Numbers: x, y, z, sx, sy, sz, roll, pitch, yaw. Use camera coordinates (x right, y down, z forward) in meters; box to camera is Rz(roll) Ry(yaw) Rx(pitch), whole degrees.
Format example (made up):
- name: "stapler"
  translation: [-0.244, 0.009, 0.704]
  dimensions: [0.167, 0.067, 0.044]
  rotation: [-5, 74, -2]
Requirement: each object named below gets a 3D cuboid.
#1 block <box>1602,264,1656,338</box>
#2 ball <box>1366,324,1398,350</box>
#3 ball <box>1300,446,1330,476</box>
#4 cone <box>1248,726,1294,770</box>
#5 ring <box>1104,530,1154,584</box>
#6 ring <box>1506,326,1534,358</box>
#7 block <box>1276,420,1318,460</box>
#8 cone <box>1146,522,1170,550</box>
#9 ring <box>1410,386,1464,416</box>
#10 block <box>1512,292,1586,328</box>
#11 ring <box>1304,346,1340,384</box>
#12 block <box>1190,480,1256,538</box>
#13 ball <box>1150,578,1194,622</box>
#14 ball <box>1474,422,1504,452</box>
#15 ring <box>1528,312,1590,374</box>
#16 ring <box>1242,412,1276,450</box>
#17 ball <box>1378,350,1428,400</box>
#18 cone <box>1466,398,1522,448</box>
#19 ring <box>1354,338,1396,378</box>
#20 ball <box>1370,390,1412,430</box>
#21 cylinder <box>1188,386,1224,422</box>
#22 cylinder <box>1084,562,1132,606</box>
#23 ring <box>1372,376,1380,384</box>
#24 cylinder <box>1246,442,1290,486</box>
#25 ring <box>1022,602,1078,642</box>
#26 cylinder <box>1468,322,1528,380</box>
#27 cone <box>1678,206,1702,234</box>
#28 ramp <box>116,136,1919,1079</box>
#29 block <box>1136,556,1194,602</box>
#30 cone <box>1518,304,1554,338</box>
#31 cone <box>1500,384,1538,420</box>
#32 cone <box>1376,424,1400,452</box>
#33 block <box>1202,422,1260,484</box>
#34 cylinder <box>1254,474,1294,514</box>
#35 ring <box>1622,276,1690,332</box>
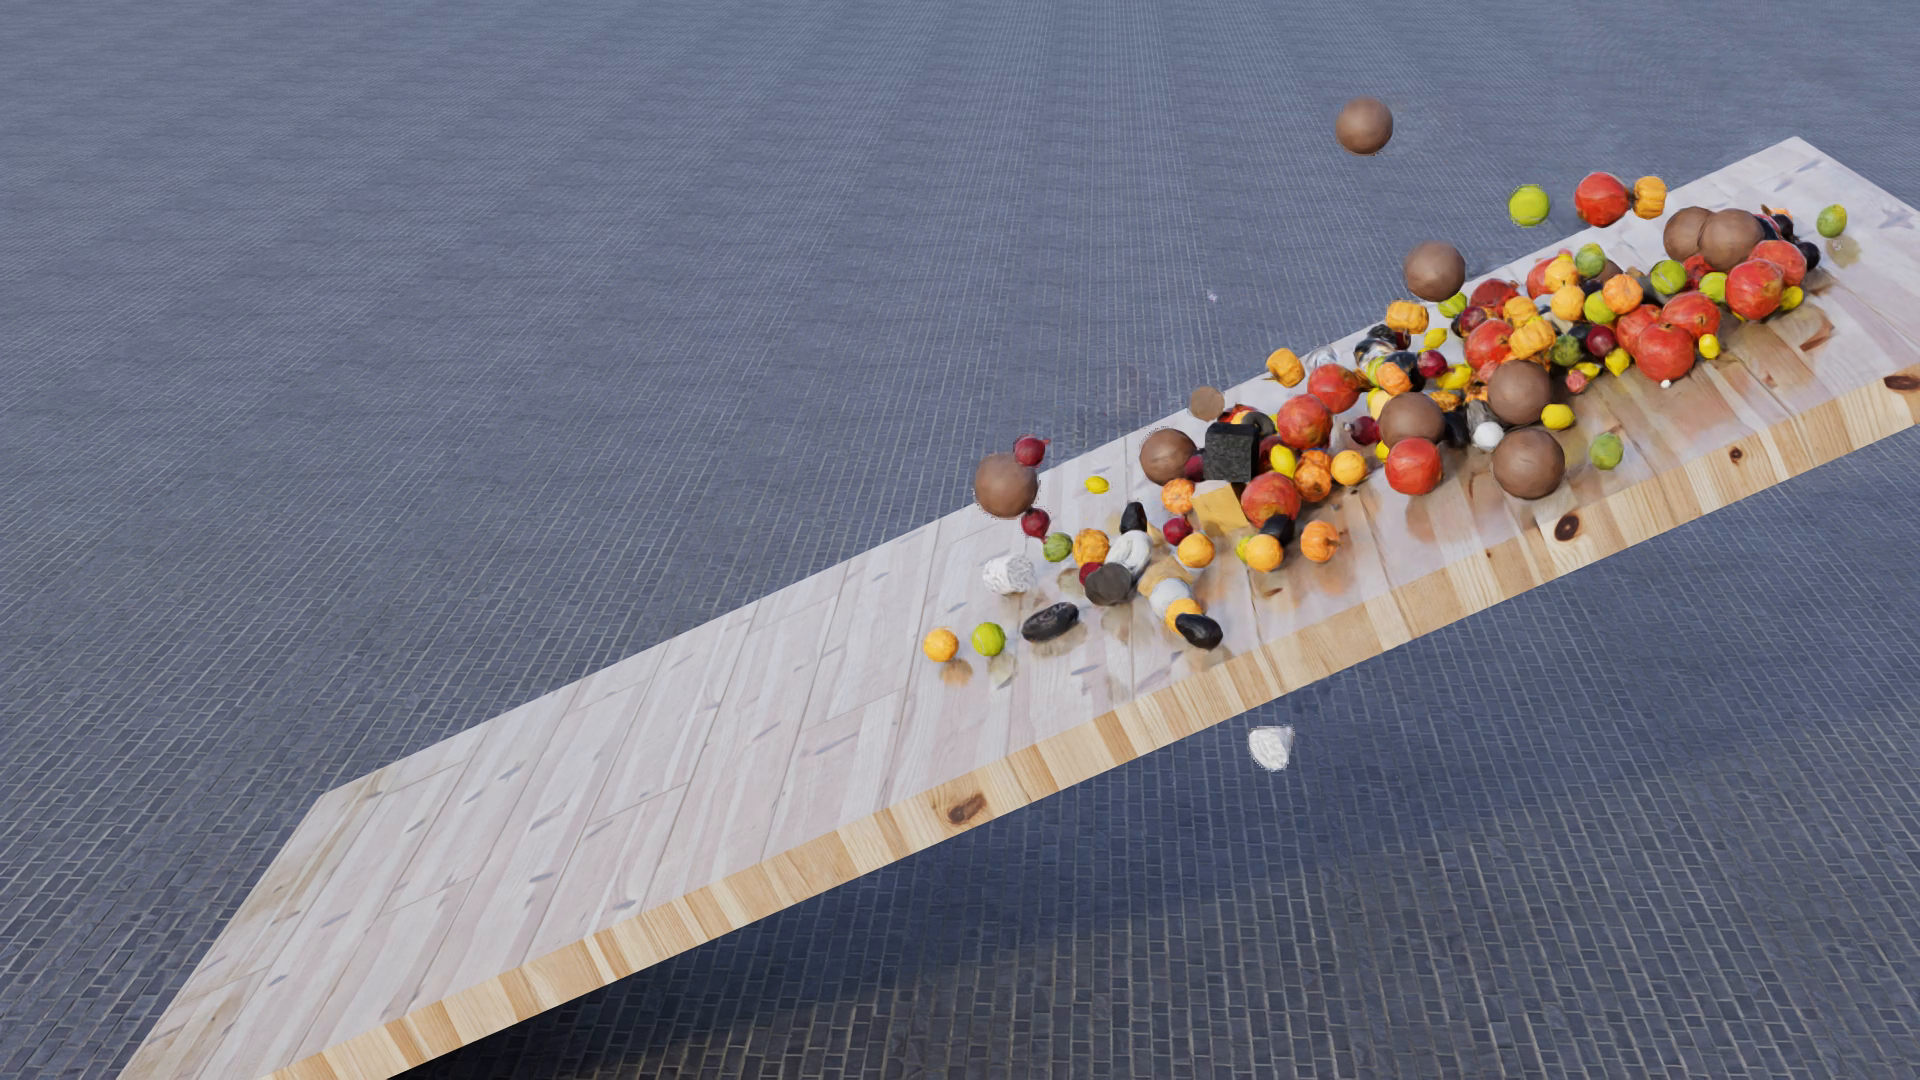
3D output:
- name: "block"
  translation: [1.374, -0.482, 5.936]
  dimensions: [0.096, 0.096, 0.096]
  rotation: [33, 12, -8]
- name: "ball"
  translation: [0.928, -0.439, 6.474]
  dimensions: [0.070, 0.070, 0.070]
  rotation: [0, 16, 0]
- name: "ball"
  translation: [0.731, -0.161, 6.070]
  dimensions: [0.062, 0.062, 0.062]
  rotation: [0, 16, 0]
- name: "cone"
  translation: [0.543, 0.335, 4.981]
  dimensions: [0.078, 0.078, 0.078]
  rotation: [14, 36, 40]
- name: "ring"
  translation: [0.342, 0.039, 5.986]
  dimensions: [0.044, 0.131, 0.131]
  rotation: [32, 2, -25]
- name: "ring"
  translation: [1.180, -0.409, 6.114]
  dimensions: [0.108, 0.036, 0.108]
  rotation: [24, 18, -9]
- name: "block"
  translation: [0.715, -0.214, 6.273]
  dimensions: [0.057, 0.057, 0.057]
  rotation: [-47, 21, -11]
- name: "cone"
  translation: [0.402, -0.016, 6.146]
  dimensions: [0.056, 0.056, 0.056]
  rotation: [-25, 13, 6]
- name: "ring"
  translation: [0.981, -0.285, 6.052]
  dimensions: [0.111, 0.037, 0.111]
  rotation: [-12, 19, 4]
- name: "block"
  translation: [1.235, -0.455, 6.169]
  dimensions: [0.090, 0.090, 0.090]
  rotation: [-37, 15, -18]
- name: "ring"
  translation: [0.818, -0.395, 6.636]
  dimensions: [0.031, 0.093, 0.093]
  rotation: [28, -7, -43]
- name: "block"
  translation: [0.540, -0.074, 6.028]
  dimensions: [0.092, 0.092, 0.092]
  rotation: [-21, 14, 23]
- name: "ball"
  translation: [0.402, 0.115, 5.579]
  dimensions: [0.085, 0.085, 0.085]
  rotation: [0, 16, 0]
- name: "ball"
  translation: [1.021, -0.200, 5.675]
  dimensions: [0.059, 0.059, 0.059]
  rotation: [0, 16, 0]
- name: "ring"
  translation: [1.213, -0.399, 5.948]
  dimensions: [0.136, 0.136, 0.045]
  rotation: [-5, -19, -18]
- name: "ring"
  translation: [0.624, -0.229, 6.151]
  dimensions: [0.087, 0.087, 0.029]
  rotation: [-13, -16, -38]
- name: "ball"
  translation: [0.898, -0.335, 5.959]
  dimensions: [0.099, 0.099, 0.099]
  rotation: [0, 16, 0]
- name: "cone"
  translation: [1.057, -0.231, 5.758]
  dimensions: [0.099, 0.099, 0.099]
  rotation: [-2, 16, -12]
- name: "ring"
  translation: [0.885, -0.382, 6.217]
  dimensions: [0.112, 0.112, 0.037]
  rotation: [14, 58, 40]
- name: "ball"
  translation: [0.898, -0.274, 6.137]
  dimensions: [0.086, 0.086, 0.086]
  rotation: [0, 16, 0]
- name: "cylinder"
  translation: [0.542, -0.300, 6.474]
  dimensions: [0.076, 0.076, 0.076]
  rotation: [0, 4, 1]
- name: "cylinder"
  translation: [0.295, 0.089, 5.857]
  dimensions: [0.077, 0.077, 0.077]
  rotation: [-4, -9, -14]
- name: "ring"
  translation: [0.913, -0.376, 6.368]
  dimensions: [0.034, 0.101, 0.101]
  rotation: [-40, 33, -21]
- name: "cylinder"
  translation: [0.639, -0.161, 6.202]
  dimensions: [0.082, 0.082, 0.082]
  rotation: [-13, 3, 44]
- name: "ring"
  translation: [0.181, 0.165, 5.900]
  dimensions: [0.123, 0.041, 0.123]
  rotation: [-25, 12, 5]
- name: "cylinder"
  translation: [1.100, -0.388, 6.024]
  dimensions: [0.086, 0.086, 0.086]
  rotation: [-14, 44, -40]
- name: "cone"
  translation: [1.559, -0.695, 6.331]
  dimensions: [0.055, 0.055, 0.055]
  rotation: [-21, -19, -8]
- name: "ramp"
  translation: [0.136, 0.169, 6.282]
  dimensions: [4.000, 0.100, 2.000]
  rotation: [-24, 13, 9]
- name: "block"
  translation: [0.397, 0.085, 5.689]
  dimensions: [0.067, 0.067, 0.067]
  rotation: [-32, 17, 42]
- name: "cone"
  translation: [1.186, -0.434, 6.067]
  dimensions: [0.081, 0.081, 0.081]
  rotation: [-25, 20, -5]
- name: "cone"
  translation: [1.109, -0.266, 5.810]
  dimensions: [0.072, 0.072, 0.072]
  rotation: [5, -9, 18]
- name: "cone"
  translation: [0.869, -0.215, 6.039]
  dimensions: [0.053, 0.053, 0.053]
  rotation: [-25, 13, 6]
- name: "block"
  translation: [0.552, -0.178, 5.972]
  dimensions: [0.097, 0.097, 0.097]
  rotation: [5, 17, 14]
- name: "cylinder"
  translation: [0.628, -0.094, 5.892]
  dimensions: [0.060, 0.060, 0.060]
  rotation: [13, -18, 39]
- name: "ring"
  translation: [1.378, -0.468, 5.825]
  dimensions: [0.139, 0.139, 0.046]
  rotation: [11, 57, 34]
